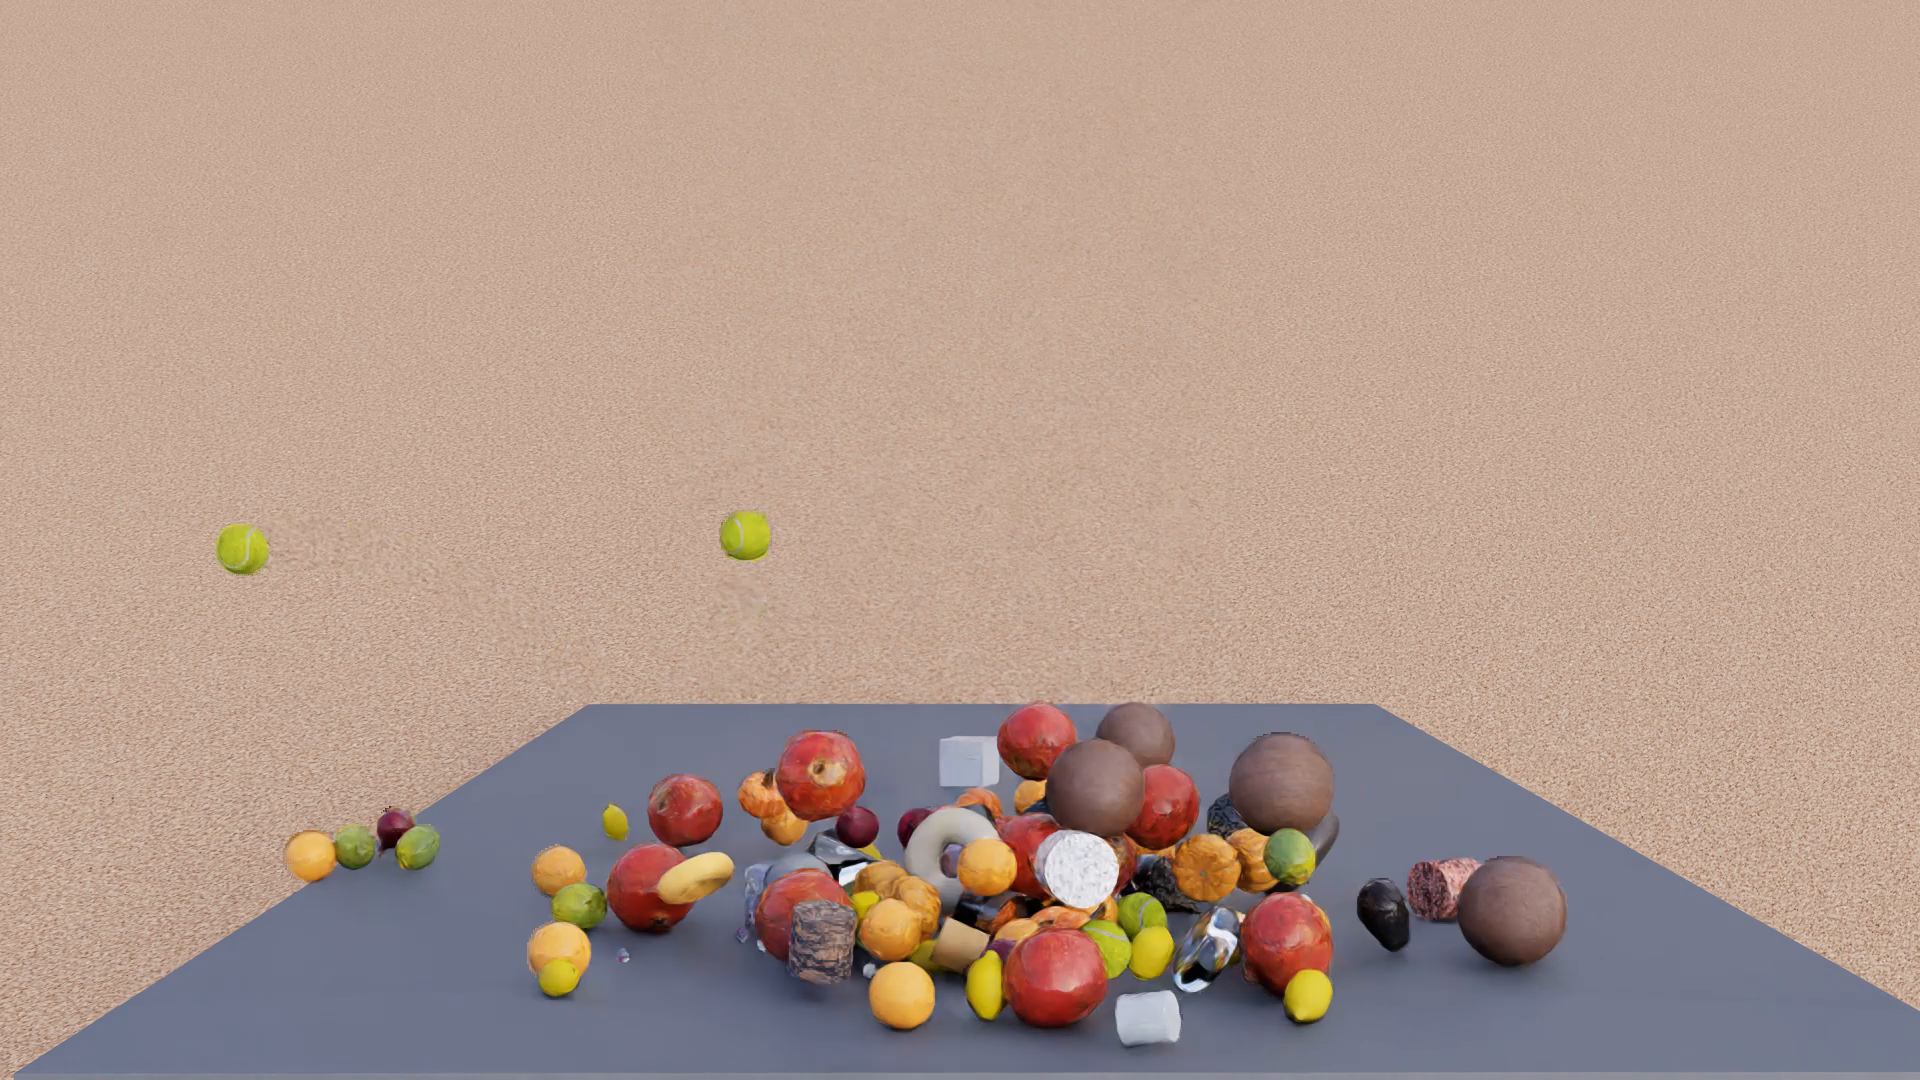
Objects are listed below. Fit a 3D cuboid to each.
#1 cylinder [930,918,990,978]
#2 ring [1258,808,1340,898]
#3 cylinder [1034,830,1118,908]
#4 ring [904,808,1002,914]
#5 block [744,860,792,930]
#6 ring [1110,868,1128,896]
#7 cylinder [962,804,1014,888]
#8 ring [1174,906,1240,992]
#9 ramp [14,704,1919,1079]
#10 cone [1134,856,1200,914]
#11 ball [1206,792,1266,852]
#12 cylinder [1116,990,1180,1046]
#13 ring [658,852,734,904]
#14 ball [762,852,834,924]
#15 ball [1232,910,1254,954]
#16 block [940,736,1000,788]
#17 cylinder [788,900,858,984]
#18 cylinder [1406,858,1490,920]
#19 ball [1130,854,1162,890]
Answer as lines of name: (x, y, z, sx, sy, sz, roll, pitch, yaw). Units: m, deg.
cylinder: (0.000, 0.479, 3.029, 0.055, 0.055, 0.055, 23, 29, 4)
ring: (0.474, 0.439, 3.609, 0.049, 0.148, 0.148, 40, 33, 2)
cylinder: (0.129, 0.364, 2.866, 0.082, 0.082, 0.082, -4, -3, -7)
ring: (-0.008, 0.407, 3.267, 0.136, 0.136, 0.045, 14, -7, 28)
block: (-0.233, 0.467, 3.390, 0.078, 0.078, 0.078, 0, 2, 15)
ring: (0.178, 0.479, 3.639, 0.118, 0.039, 0.118, 1, 2, 0)
cylinder: (0.015, 0.426, 3.527, 0.093, 0.093, 0.093, -10, 56, -19)
ring: (0.281, 0.467, 2.941, 0.036, 0.108, 0.108, 32, 26, -7)
ramp: (0.058, 0.523, 4.561, 2.000, 0.100, 4.000, 0, 2, 0)
cone: (0.291, 0.485, 3.484, 0.083, 0.083, 0.083, 29, 35, 20)
ball: (0.432, 0.441, 4.033, 0.093, 0.093, 0.093, 0, 25, 0)
cylinder: (0.194, 0.494, 2.662, 0.052, 0.052, 0.052, -9, 21, 21)
ring: (-0.328, 0.421, 3.205, 0.101, 0.101, 0.034, -15, 68, -29)
ball: (-0.202, 0.437, 3.232, 0.091, 0.091, 0.091, 0, 25, 0)
ball: (0.321, 0.462, 3.036, 0.051, 0.051, 0.051, 0, 25, 0)
block: (0.018, 0.420, 4.901, 0.086, 0.086, 0.086, 1, 2, 23)
cylinder: (-0.157, 0.457, 2.933, 0.073, 0.073, 0.073, 6, 11, -1)
cylinder: (0.651, 0.465, 3.441, 0.077, 0.077, 0.077, -1, 21, -36)
ball: (0.266, 0.467, 3.599, 0.059, 0.059, 0.059, 0, 25, 0)
